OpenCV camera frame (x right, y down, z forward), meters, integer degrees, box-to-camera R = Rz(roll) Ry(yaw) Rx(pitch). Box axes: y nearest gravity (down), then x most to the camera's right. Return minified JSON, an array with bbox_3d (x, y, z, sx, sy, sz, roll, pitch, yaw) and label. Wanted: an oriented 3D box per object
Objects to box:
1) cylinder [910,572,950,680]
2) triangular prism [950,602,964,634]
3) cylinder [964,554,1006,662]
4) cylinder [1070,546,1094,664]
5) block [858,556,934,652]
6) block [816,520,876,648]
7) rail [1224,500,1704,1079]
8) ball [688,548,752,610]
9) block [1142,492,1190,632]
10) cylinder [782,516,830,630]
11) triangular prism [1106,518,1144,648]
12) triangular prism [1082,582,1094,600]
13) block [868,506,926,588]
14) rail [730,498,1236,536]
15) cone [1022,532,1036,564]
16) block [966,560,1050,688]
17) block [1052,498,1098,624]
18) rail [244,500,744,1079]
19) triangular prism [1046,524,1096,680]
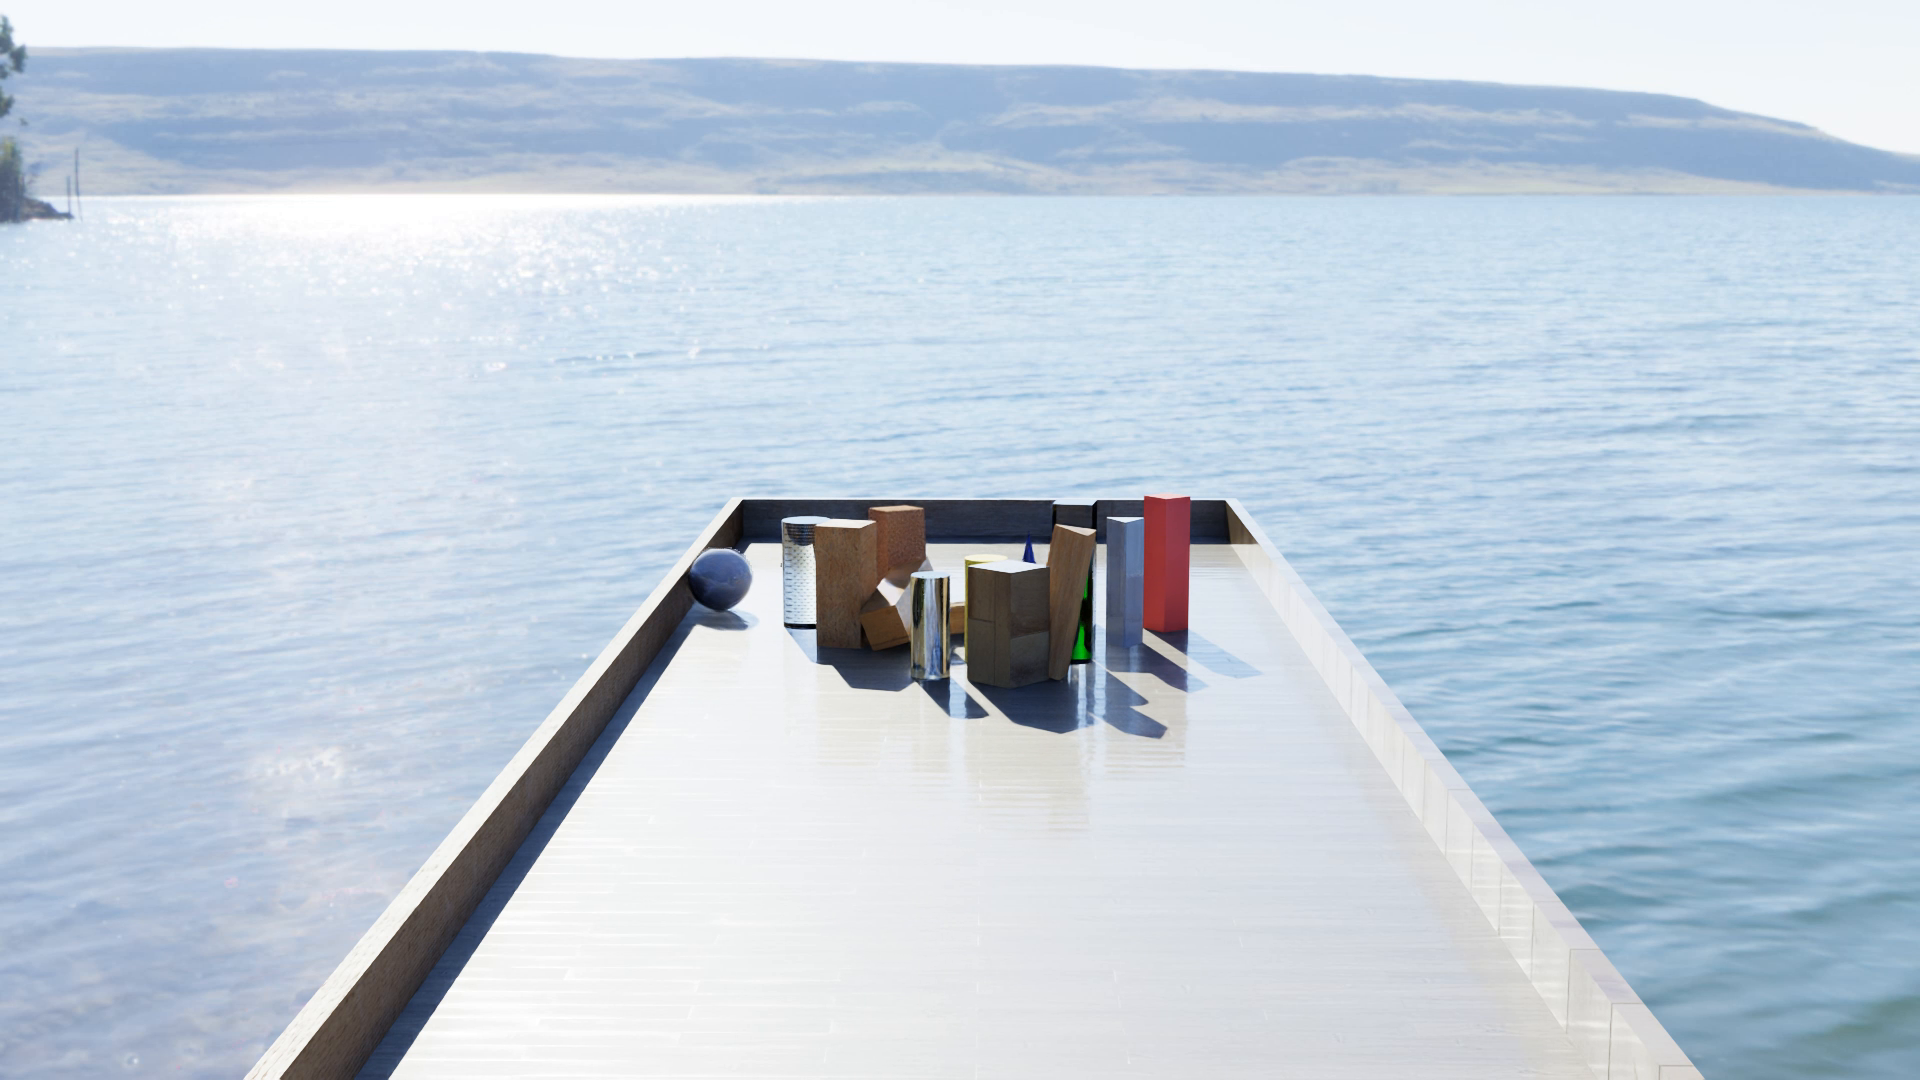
[{"bbox_3d":[-0.087,0.252,6.451,0.116,0.304,0.116,0,9,0],"label":"cylinder"},{"bbox_3d":[0.028,0.230,7.106,0.301,0.108,0.094,-6,-24,-33],"label":"triangular prism"},{"bbox_3d":[0.078,0.211,6.668,0.128,0.317,0.128,0,9,0],"label":"cylinder"},{"bbox_3d":[0.348,0.195,6.665,0.112,0.348,0.112,0,9,0],"label":"cylinder"},{"bbox_3d":[-0.187,0.200,6.959,0.129,0.129,0.388,-16,17,21],"label":"block"},{"bbox_3d":[-0.358,0.137,6.928,0.149,0.382,0.149,3,9,18],"label":"block"},{"bbox_3d":[1.046,0.843,3.208,0.050,0.150,12.000,0,9,1],"label":"rail"},{"bbox_3d":[-0.816,0.133,7.488,0.213,0.213,0.213,0,9,0],"label":"ball"},{"bbox_3d":[0.671,0.073,7.156,0.107,0.437,0.107,-7,11,-37],"label":"block"},{"bbox_3d":[-0.501,0.107,7.215,0.162,0.349,0.162,0,9,0],"label":"cylinder"},{"bbox_3d":[0.504,0.130,6.917,0.100,0.398,0.115,6,11,34],"label":"triangular prism"},{"bbox_3d":[0.292,0.190,7.462,0.090,0.078,0.439,7,15,36],"label":"triangular prism"},{"bbox_3d":[-0.204,0.086,7.232,0.138,0.380,0.138,-5,7,-27],"label":"block"},{"bbox_3d":[0.099,-0.098,9.147,2.100,0.150,0.050,0,9,1],"label":"rail"},{"bbox_3d":[0.216,0.150,6.912,0.154,0.361,0.154,0,9,0],"label":"cone"},{"bbox_3d":[0.141,0.242,6.400,0.169,0.337,0.169,8,12,43],"label":"block"},{"bbox_3d":[0.374,0.079,7.194,0.129,0.412,0.129,2,9,11],"label":"block"},{"bbox_3d":[-1.004,0.839,3.234,0.050,0.150,12.000,0,9,1],"label":"rail"},{"bbox_3d":[0.320,0.181,6.453,0.112,0.436,0.130,0,15,-46],"label":"triangular prism"}]
